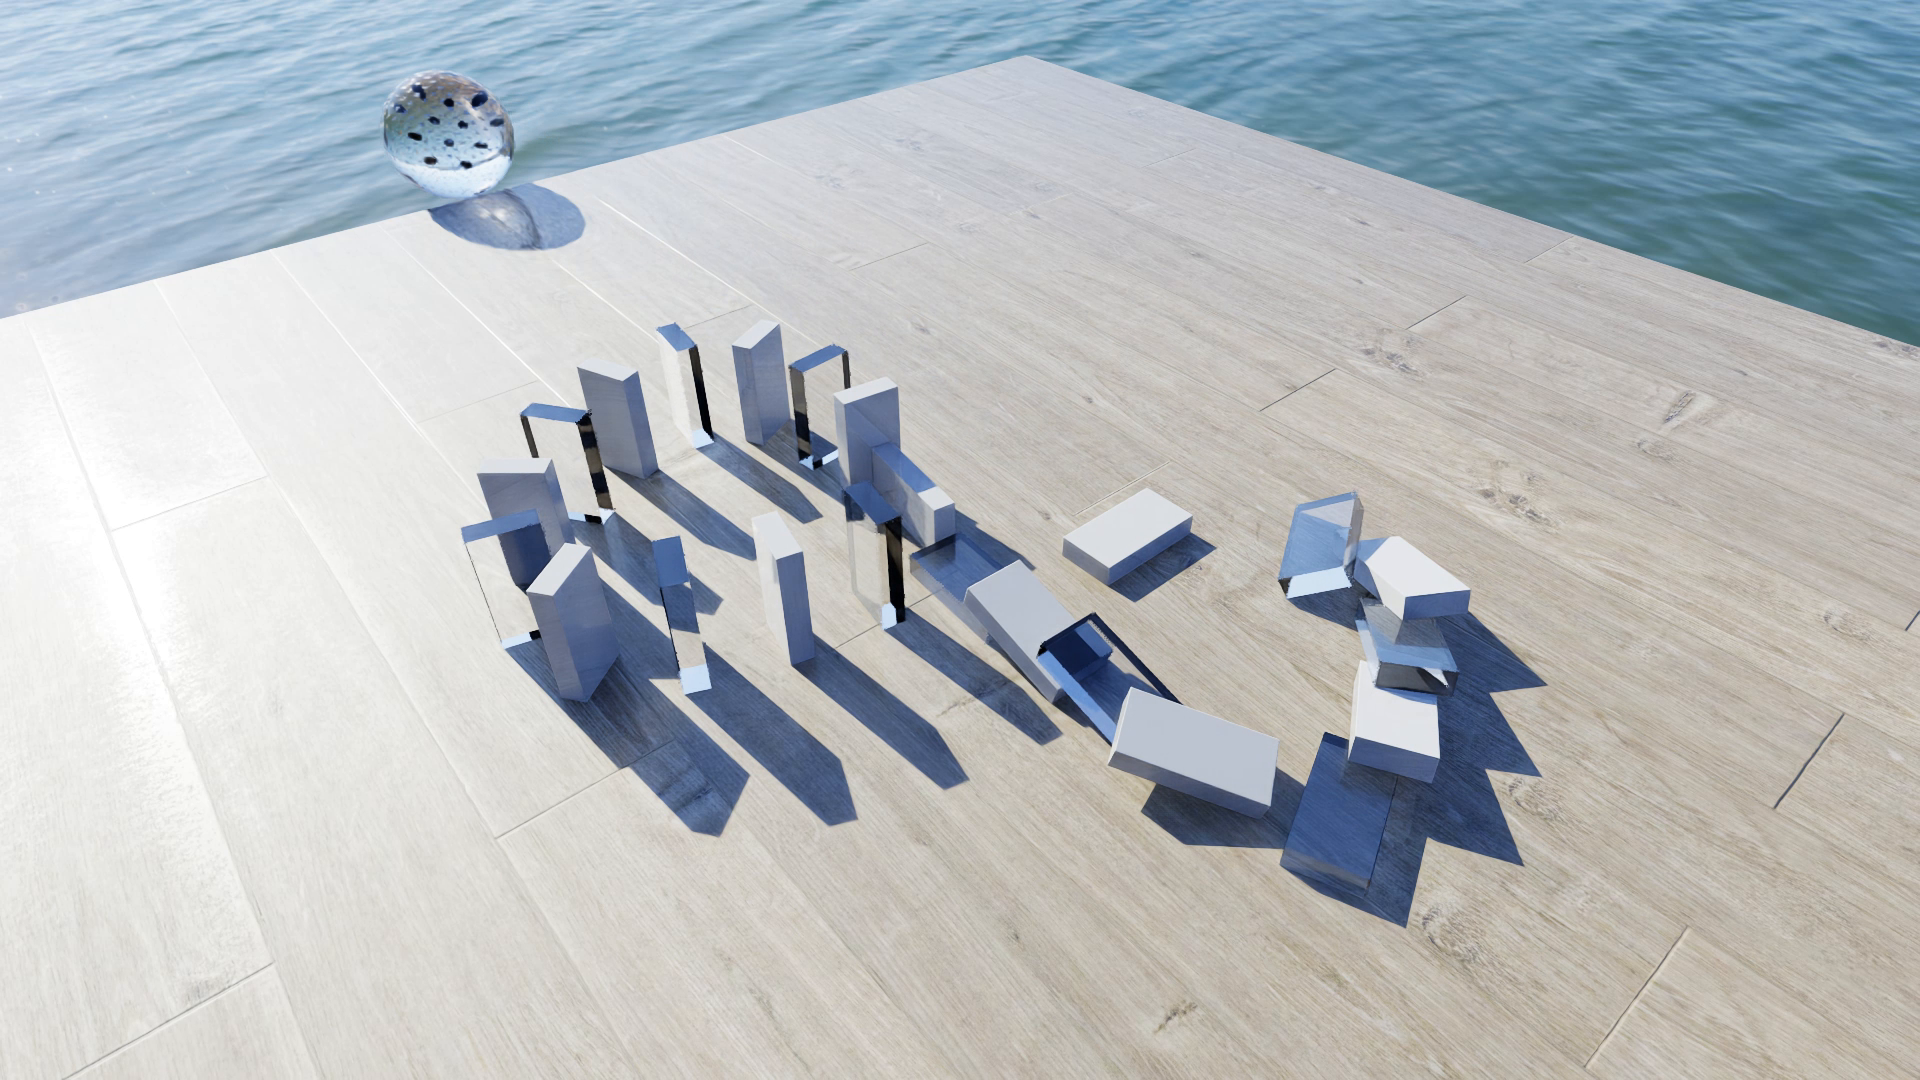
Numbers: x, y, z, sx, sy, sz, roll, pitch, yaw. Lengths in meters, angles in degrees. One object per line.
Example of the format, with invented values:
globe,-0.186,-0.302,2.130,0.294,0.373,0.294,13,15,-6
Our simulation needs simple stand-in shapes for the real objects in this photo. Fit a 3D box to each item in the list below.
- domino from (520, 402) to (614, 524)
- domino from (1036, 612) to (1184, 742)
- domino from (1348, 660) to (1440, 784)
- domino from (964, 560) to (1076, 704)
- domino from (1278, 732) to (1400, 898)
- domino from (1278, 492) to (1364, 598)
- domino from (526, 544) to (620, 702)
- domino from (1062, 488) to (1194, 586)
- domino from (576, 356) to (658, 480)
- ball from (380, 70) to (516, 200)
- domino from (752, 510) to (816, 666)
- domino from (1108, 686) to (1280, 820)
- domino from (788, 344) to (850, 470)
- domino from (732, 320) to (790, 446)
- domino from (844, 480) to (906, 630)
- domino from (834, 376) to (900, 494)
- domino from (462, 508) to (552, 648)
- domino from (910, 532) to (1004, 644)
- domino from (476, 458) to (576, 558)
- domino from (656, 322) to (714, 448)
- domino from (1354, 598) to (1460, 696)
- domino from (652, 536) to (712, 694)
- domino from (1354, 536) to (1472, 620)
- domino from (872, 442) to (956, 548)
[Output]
domino,-0.160,-0.031,0.449,0.025,0.050,0.009,9,40,11
domino,0.052,0.050,0.373,0.025,0.010,0.050,-28,62,-29
domino,0.143,0.059,0.362,0.025,0.009,0.050,14,27,16
domino,0.027,0.032,0.394,0.025,0.010,0.050,-27,62,-29
domino,0.119,0.084,0.341,0.025,0.009,0.050,18,43,21
domino,0.142,0.001,0.432,0.025,0.010,0.050,-15,28,35
domino,-0.131,0.029,0.376,0.009,0.050,0.025,9,40,10
domino,0.068,-0.002,0.446,0.050,0.010,0.025,-29,47,-31
domino,-0.147,-0.052,0.475,0.025,0.050,0.009,18,43,21
ball,-0.333,-0.264,0.718,0.080,0.080,0.080,0,39,0
domino,-0.062,0.017,0.390,0.010,0.050,0.025,-18,43,-21
domino,0.075,0.068,0.350,0.050,0.010,0.025,19,50,5
domino,-0.060,-0.058,0.482,0.010,0.050,0.025,31,49,33
domino,-0.089,-0.071,0.498,0.009,0.050,0.025,15,42,17
domino,-0.031,0.006,0.404,0.009,0.050,0.025,-22,44,-24
domino,-0.038,-0.042,0.462,0.025,0.050,0.009,-22,44,-25
domino,-0.158,0.014,0.394,0.025,0.050,0.009,-17,42,-20
domino,0.005,0.017,0.422,0.025,0.010,0.050,-25,46,-27
domino,-0.164,-0.008,0.421,0.025,0.050,0.009,0,39,0
domino,-0.124,-0.069,0.496,0.010,0.050,0.025,-23,44,-25
domino,0.156,0.037,0.388,0.025,0.009,0.050,7,24,9
domino,-0.096,0.026,0.379,0.009,0.050,0.025,-11,41,-14
domino,0.167,0.014,0.416,0.025,0.010,0.050,-6,23,-7
domino,-0.019,-0.017,0.452,0.009,0.025,0.050,-22,44,-25
